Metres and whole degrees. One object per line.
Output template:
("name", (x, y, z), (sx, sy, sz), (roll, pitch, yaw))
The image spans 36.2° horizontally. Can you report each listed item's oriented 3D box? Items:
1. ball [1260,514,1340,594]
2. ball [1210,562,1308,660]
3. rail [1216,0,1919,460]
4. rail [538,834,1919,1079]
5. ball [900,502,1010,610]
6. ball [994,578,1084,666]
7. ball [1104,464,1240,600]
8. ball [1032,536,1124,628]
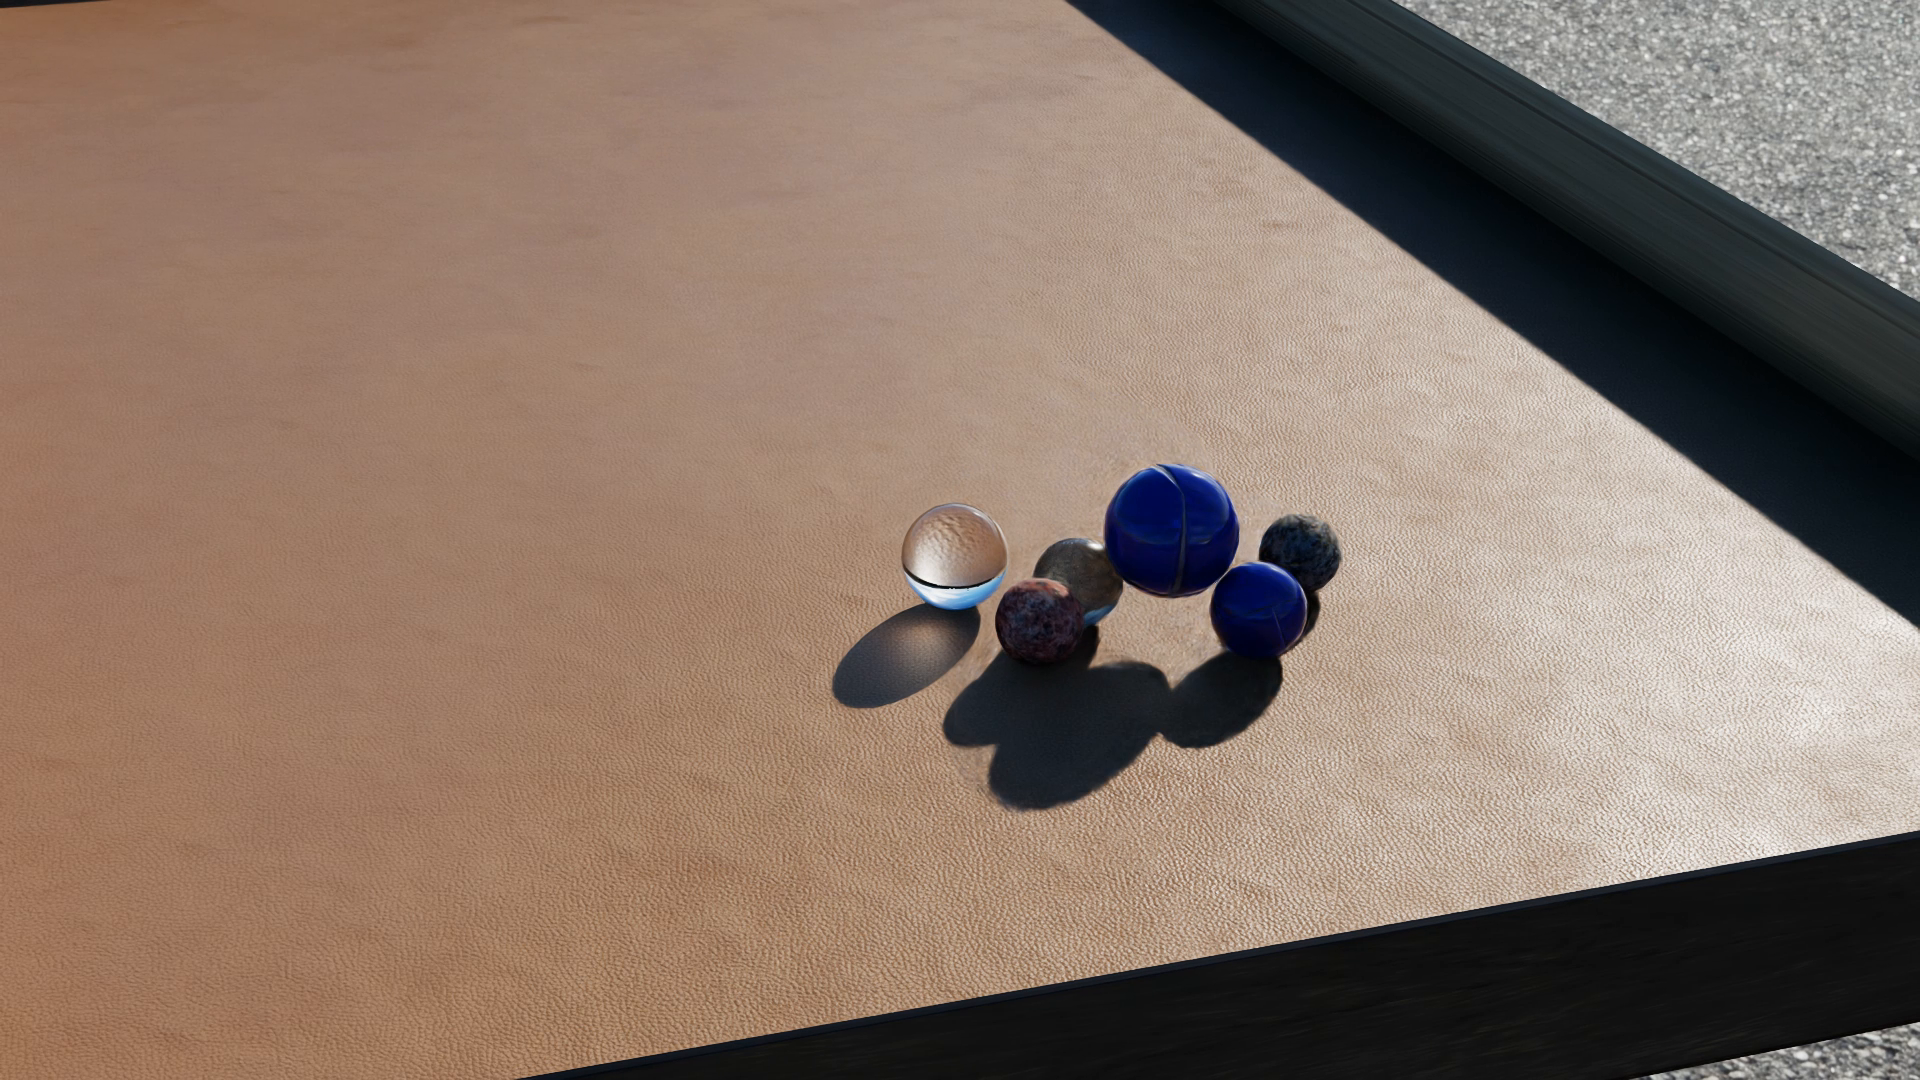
("ball", (0.237, 0.010, 2.055), (0.057, 0.057, 0.057), (0, 25, 0))
("ball", (0.199, 0.047, 1.965), (0.065, 0.065, 0.065), (0, 25, 0))
("rail", (0.512, -0.394, 2.844), (0.045, 0.119, 2.708), (-8, 26, -16))
("rail", (0.196, 0.237, 1.491), (1.546, 0.119, 0.045), (-8, 26, -16))
("ball", (-0.003, 0.012, 2.030), (0.075, 0.075, 0.075), (0, 25, 0))
("ball", (0.053, 0.055, 1.956), (0.059, 0.059, 0.059), (0, 25, 0))
("ball", (0.142, -0.006, 1.977), (0.092, 0.092, 0.092), (0, 25, 0))
("ball", (0.080, 0.029, 2.007), (0.062, 0.062, 0.062), (0, 25, 0))
